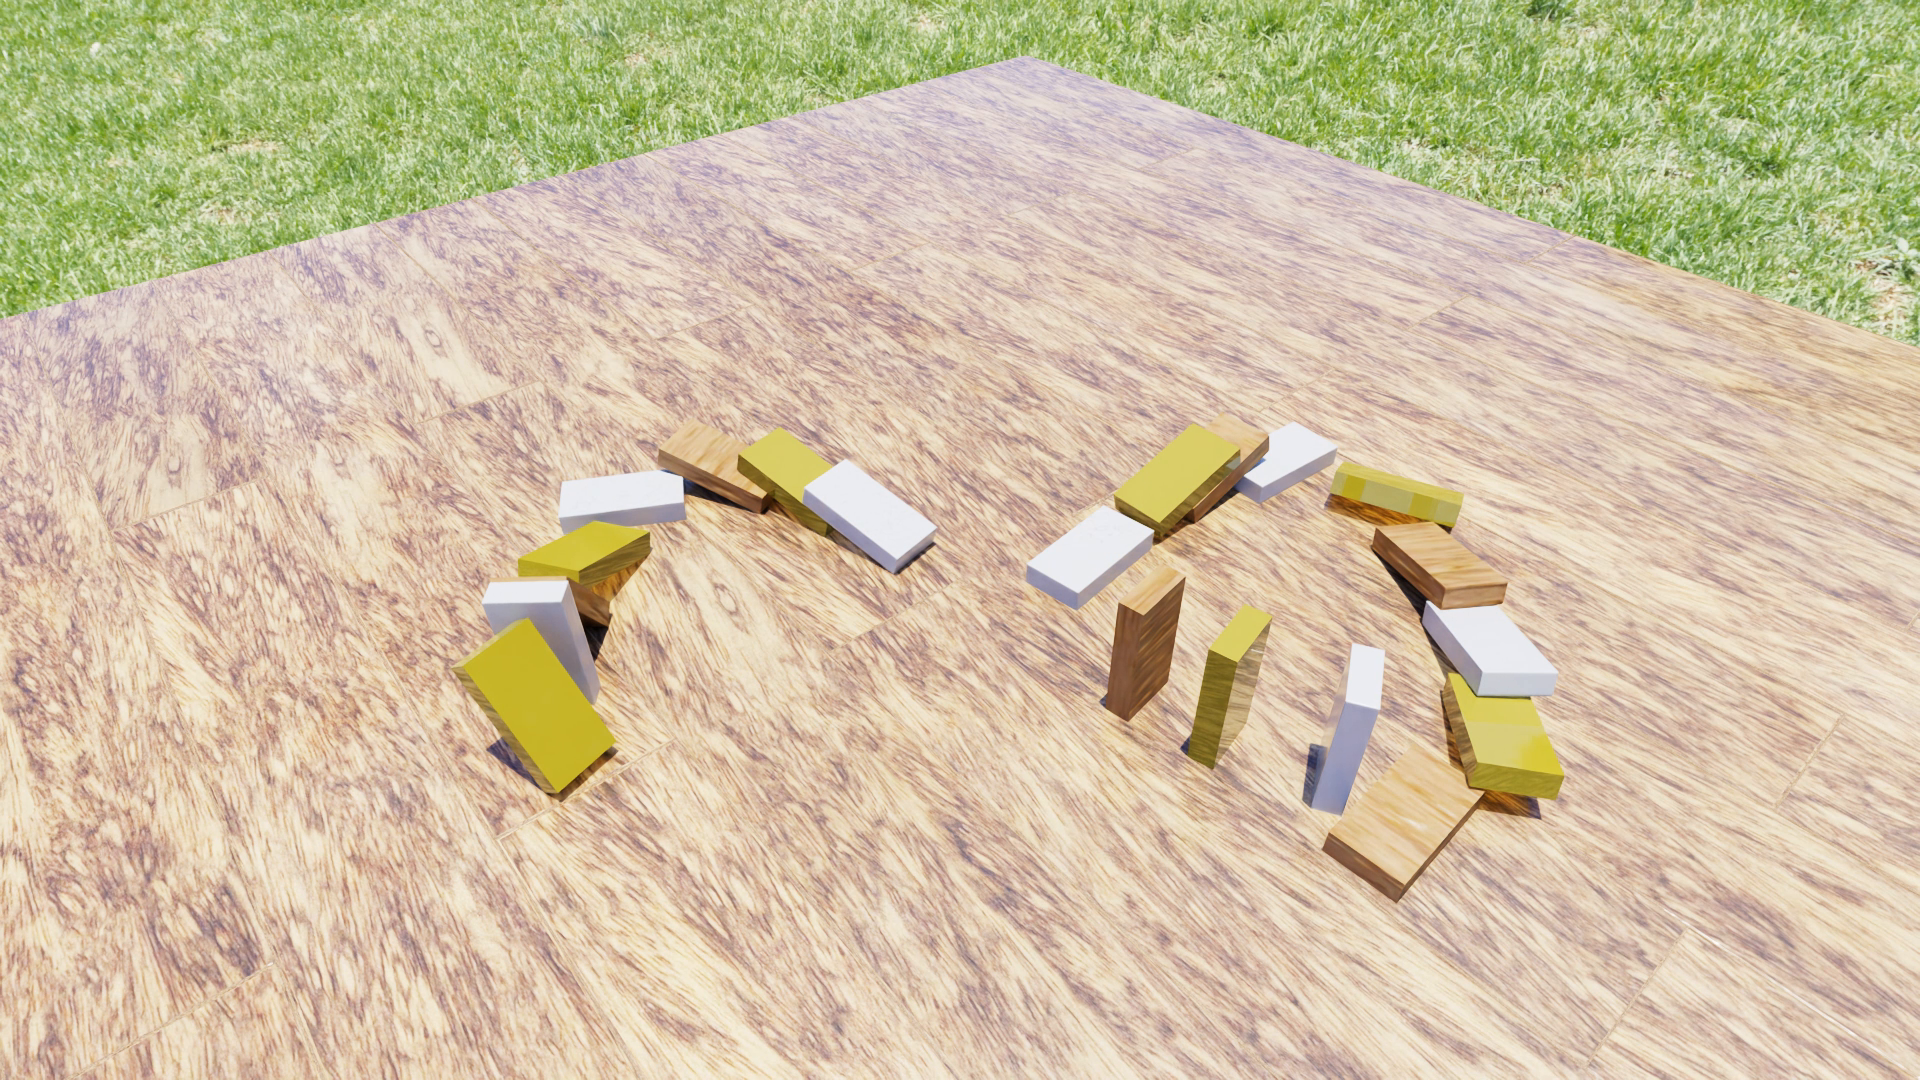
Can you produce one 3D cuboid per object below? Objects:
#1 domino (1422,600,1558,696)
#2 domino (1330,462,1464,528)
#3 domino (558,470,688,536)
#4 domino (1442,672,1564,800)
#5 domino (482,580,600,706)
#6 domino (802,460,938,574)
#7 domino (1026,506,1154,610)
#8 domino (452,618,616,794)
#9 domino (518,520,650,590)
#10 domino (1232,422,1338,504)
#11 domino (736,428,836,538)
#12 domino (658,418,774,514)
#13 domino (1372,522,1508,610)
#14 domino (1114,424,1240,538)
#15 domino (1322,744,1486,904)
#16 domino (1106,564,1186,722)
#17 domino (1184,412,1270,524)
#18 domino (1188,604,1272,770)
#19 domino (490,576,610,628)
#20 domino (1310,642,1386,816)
[{"bbox_3d":[0.186,0.037,0.388,0.025,0.009,0.050,0,25,0],"label":"domino"},{"bbox_3d":[0.183,-0.020,0.461,0.050,0.009,0.025,19,21,21],"label":"domino"},{"bbox_3d":[-0.142,-0.017,0.464,0.050,0.010,0.025,-8,40,-9],"label":"domino"},{"bbox_3d":[0.176,0.063,0.358,0.025,0.010,0.050,8,28,9],"label":"domino"},{"bbox_3d":[-0.139,0.035,0.368,0.025,0.050,0.009,-1,41,-1],"label":"domino"},{"bbox_3d":[-0.037,-0.010,0.446,0.050,0.010,0.025,37,50,17],"label":"domino"},{"bbox_3d":[0.052,0.006,0.436,0.025,0.010,0.050,30,48,31],"label":"domino"},{"bbox_3d":[-0.135,0.053,0.349,0.010,0.050,0.025,-11,25,44],"label":"domino"},{"bbox_3d":[-0.143,0.006,0.422,0.025,0.009,0.050,10,19,12],"label":"domino"},{"bbox_3d":[0.140,-0.035,0.486,0.050,0.010,0.025,-25,46,-28],"label":"domino"},{"bbox_3d":[-0.067,-0.025,0.463,0.050,0.010,0.025,37,50,15],"label":"domino"},{"bbox_3d":[-0.101,-0.032,0.473,0.050,0.010,0.025,25,44,7],"label":"domino"},{"bbox_3d":[0.184,0.009,0.424,0.025,0.009,0.050,-5,28,-9],"label":"domino"},{"bbox_3d":[0.091,-0.025,0.458,0.050,0.010,0.025,-41,52,-17],"label":"domino"},{"bbox_3d":[0.137,0.086,0.339,0.050,0.010,0.025,-31,48,-32],"label":"domino"},{"bbox_3d":[0.062,0.035,0.369,0.010,0.050,0.025,29,47,30],"label":"domino"},{"bbox_3d":[0.107,-0.032,0.471,0.050,0.010,0.025,-42,53,-18],"label":"domino"},{"bbox_3d":[0.086,0.048,0.353,0.009,0.050,0.025,25,46,28],"label":"domino"},{"bbox_3d":[-0.143,0.023,0.387,0.025,0.050,0.009,-1,77,-1],"label":"domino"},{"bbox_3d":[0.119,0.059,0.339,0.010,0.050,0.025,13,41,15],"label":"domino"}]
